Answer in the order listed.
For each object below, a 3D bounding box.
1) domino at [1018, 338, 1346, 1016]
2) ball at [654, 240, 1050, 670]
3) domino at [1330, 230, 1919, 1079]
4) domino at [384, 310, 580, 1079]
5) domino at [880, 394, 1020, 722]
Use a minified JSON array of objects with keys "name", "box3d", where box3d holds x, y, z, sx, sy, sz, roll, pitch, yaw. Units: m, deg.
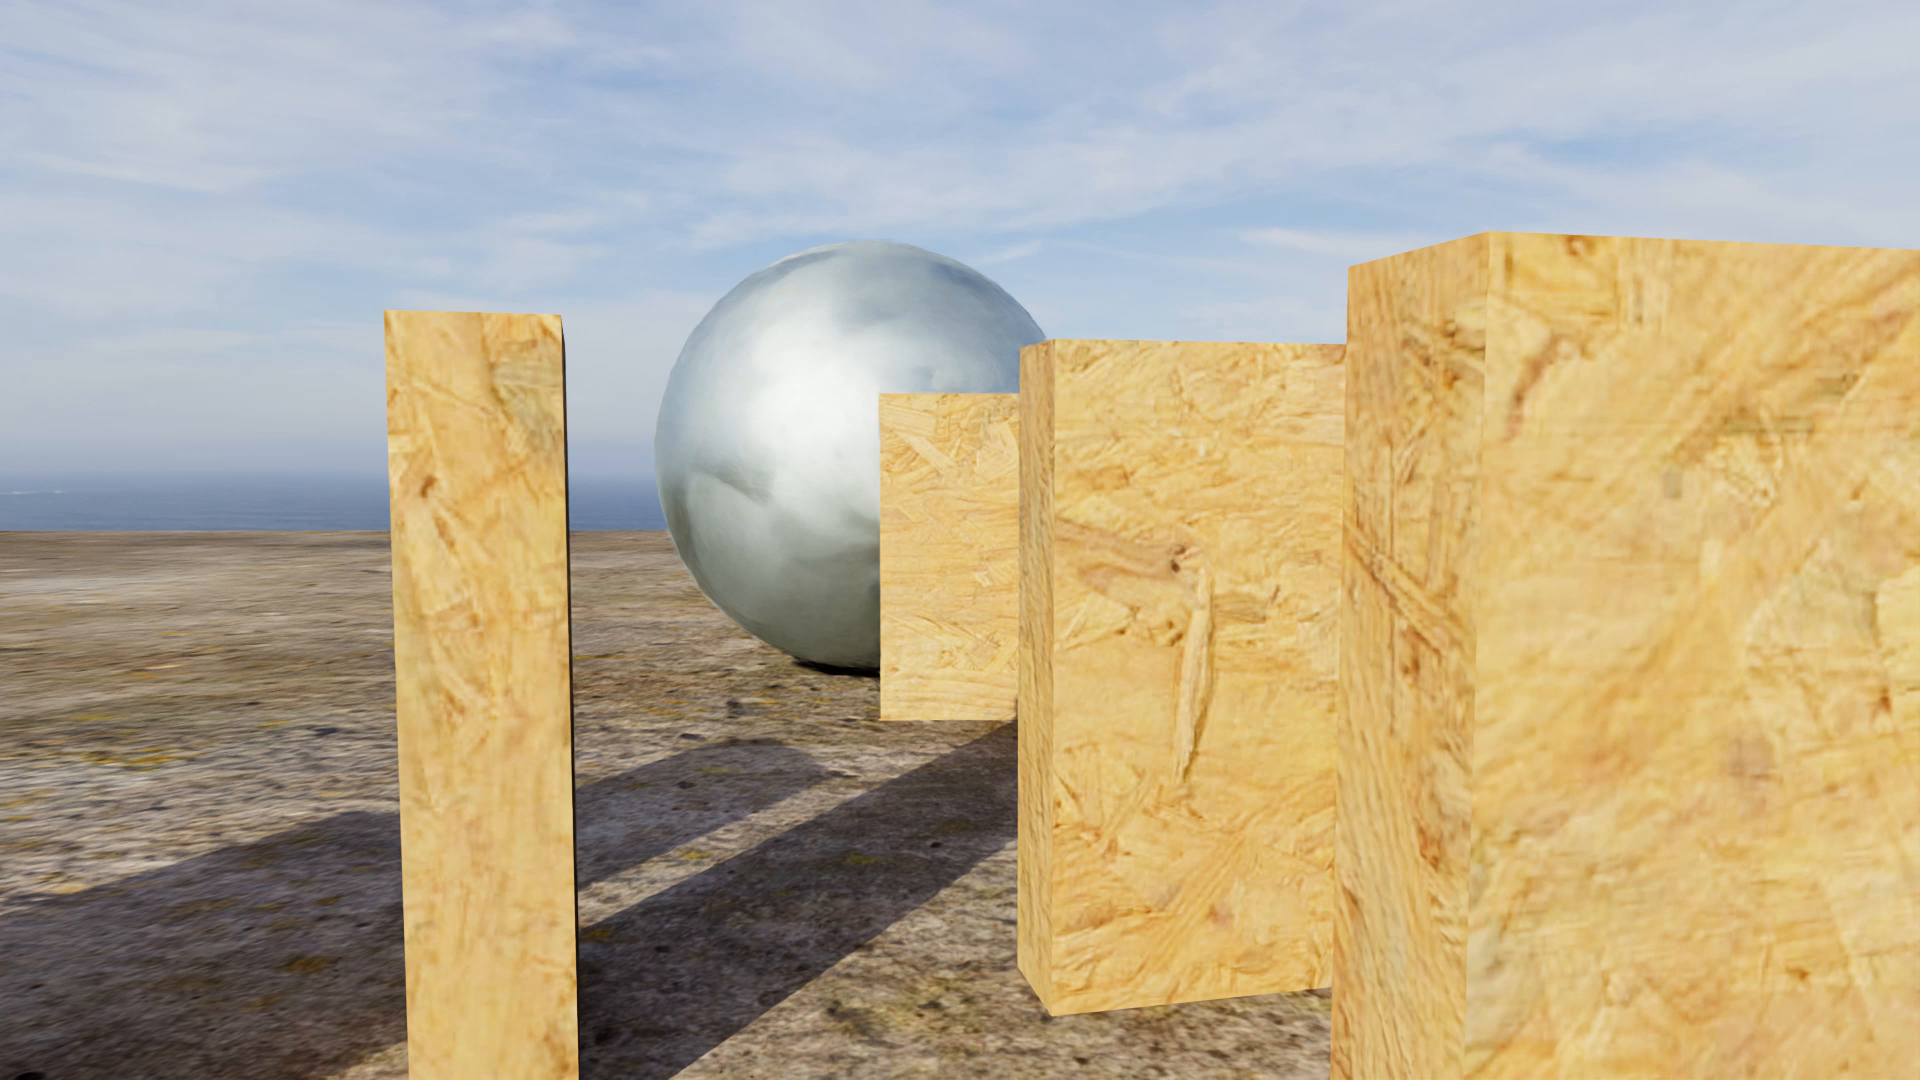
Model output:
[{"name":"domino","box3d":[0.018,0.010,0.101,0.025,0.050,0.009,-1,4,-13]},{"name":"ball","box3d":[-0.017,-0.016,0.242,0.080,0.080,0.080,0,4,0]},{"name":"domino","box3d":[0.030,0.013,0.055,0.025,0.050,0.009,-1,4,-13]},{"name":"domino","box3d":[-0.031,0.011,0.087,0.009,0.050,0.025,-1,4,-16]},{"name":"domino","box3d":[0.000,0.002,0.200,0.025,0.050,0.009,0,6,-3]}]
